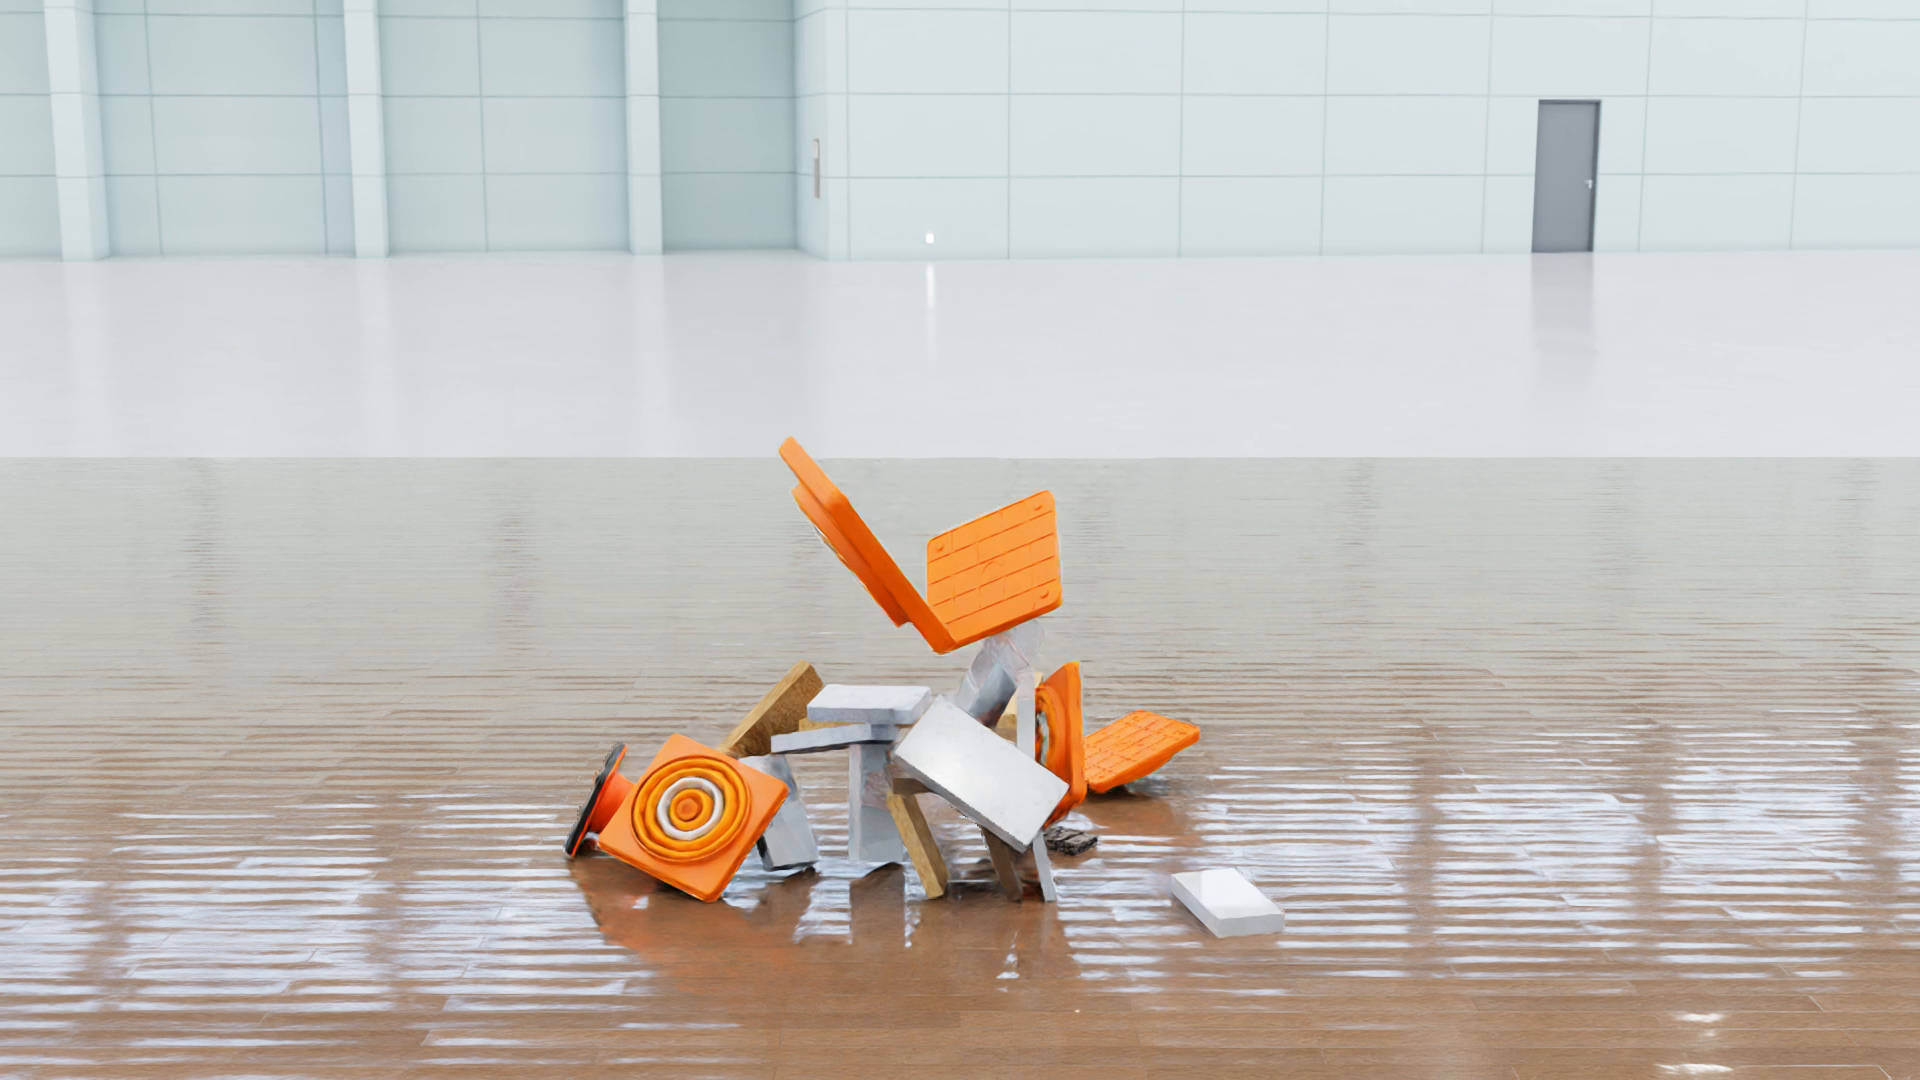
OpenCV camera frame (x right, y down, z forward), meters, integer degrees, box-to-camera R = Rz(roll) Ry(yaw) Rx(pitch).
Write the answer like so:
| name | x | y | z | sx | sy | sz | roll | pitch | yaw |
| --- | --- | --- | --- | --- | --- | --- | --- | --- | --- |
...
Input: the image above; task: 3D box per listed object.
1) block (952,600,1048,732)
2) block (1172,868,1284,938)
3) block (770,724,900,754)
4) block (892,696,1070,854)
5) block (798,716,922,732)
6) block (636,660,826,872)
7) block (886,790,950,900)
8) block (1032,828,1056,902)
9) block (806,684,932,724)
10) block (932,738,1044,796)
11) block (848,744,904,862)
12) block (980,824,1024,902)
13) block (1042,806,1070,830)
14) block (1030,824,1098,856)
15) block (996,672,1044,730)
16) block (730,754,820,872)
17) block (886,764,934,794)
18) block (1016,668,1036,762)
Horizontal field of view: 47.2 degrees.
| name | x | y | z | sx | sy | sz | roll | pitch | yaw |
| --- | --- | --- | --- | --- | --- | --- | --- | --- | --- |
| block | 0.048 | 0.251 | 3.745 | 0.037 | 0.280 | 0.131 | 25 | -10 | 26 |
| block | 0.433 | 0.590 | 3.583 | 0.111 | 0.031 | 0.221 | -3 | 11 | -14 |
| block | -0.216 | 0.346 | 3.826 | 0.202 | 0.029 | 0.101 | -10 | -12 | 27 |
| block | 0.034 | 0.381 | 3.590 | 0.262 | 0.037 | 0.131 | 34 | 61 | 9 |
| block | -0.175 | 0.322 | 3.868 | 0.193 | 0.027 | 0.097 | -9 | -11 | 22 |
| block | -0.389 | 0.391 | 3.839 | 0.027 | 0.097 | 0.424 | 20 | 58 | 43 |
| block | -0.070 | 0.497 | 3.668 | 0.026 | 0.185 | 0.093 | -22 | 9 | 10 |
| block | 0.134 | 0.520 | 3.653 | 0.020 | 0.143 | 0.072 | -12 | 11 | 1 |
| block | -0.155 | 0.282 | 3.781 | 0.194 | 0.027 | 0.097 | 0 | 19 | 20 |
| block | 0.033 | 0.407 | 3.912 | 0.037 | 0.131 | 0.262 | 26 | 0 | 43 |
| block | -0.144 | 0.454 | 3.801 | 0.101 | 0.202 | 0.029 | 5 | -8 | -43 |
| block | 0.060 | 0.499 | 3.656 | 0.026 | 0.185 | 0.093 | -19 | 10 | 3 |
| block | 0.129 | 0.504 | 3.966 | 0.072 | 0.020 | 0.143 | 7 | 13 | 33 |
| block | 0.167 | 0.532 | 3.928 | 0.143 | 0.020 | 0.072 | 8 | 13 | 38 |
| block | 0.114 | 0.352 | 4.867 | 0.111 | 0.031 | 0.385 | 1 | 11 | 7 |
| block | -0.319 | 0.470 | 3.799 | 0.101 | 0.202 | 0.029 | -2 | -28 | -42 |
| block | -0.025 | 0.393 | 3.650 | 0.185 | 0.026 | 0.093 | -2 | 10 | -10 |
| block | 0.112 | 0.339 | 3.715 | 0.031 | 0.221 | 0.111 | 0 | -24 | 2 |
